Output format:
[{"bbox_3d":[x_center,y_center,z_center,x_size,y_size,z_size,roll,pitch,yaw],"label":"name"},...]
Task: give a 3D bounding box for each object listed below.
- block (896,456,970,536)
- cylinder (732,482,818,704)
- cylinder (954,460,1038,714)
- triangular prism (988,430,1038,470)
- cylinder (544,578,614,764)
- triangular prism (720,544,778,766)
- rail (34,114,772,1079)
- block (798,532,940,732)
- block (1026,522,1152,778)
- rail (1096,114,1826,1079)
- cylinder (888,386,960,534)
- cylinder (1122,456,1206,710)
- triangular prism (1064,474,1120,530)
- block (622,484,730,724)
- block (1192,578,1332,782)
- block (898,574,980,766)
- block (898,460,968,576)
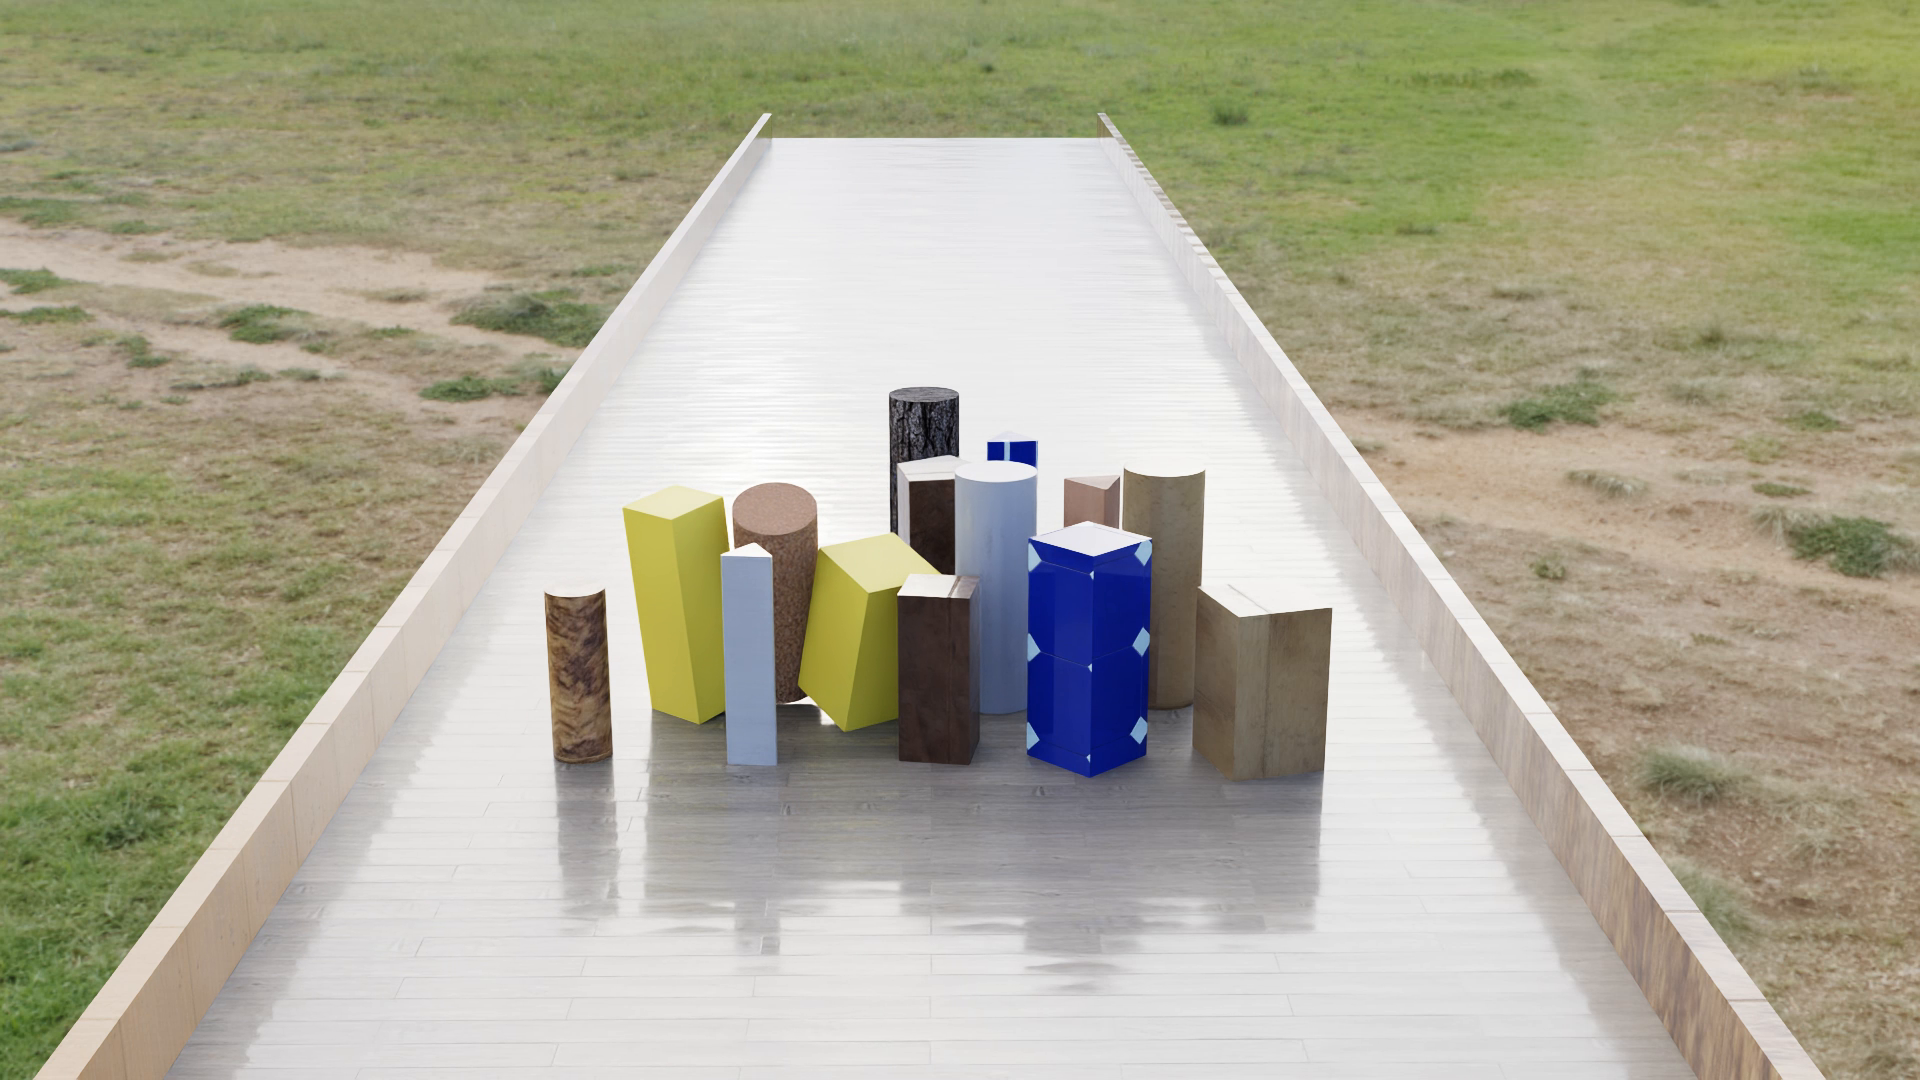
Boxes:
[{"bbox_3d":[-0.037,0.023,4.511,0.134,0.361,0.134,-11,20,-37],"label":"block"},{"bbox_3d":[-0.340,0.103,4.109,0.155,0.413,0.155,1,39,-1],"label":"cylinder"},{"bbox_3d":[0.067,0.088,4.138,0.154,0.451,0.154,0,17,0],"label":"cylinder"},{"bbox_3d":[0.105,-0.036,4.677,0.106,0.382,0.092,-2,17,-5],"label":"triangular prism"},{"bbox_3d":[-0.675,0.233,3.898,0.107,0.312,0.107,0,17,0],"label":"cylinder"},{"bbox_3d":[-0.364,0.201,3.873,0.089,0.386,0.077,1,17,5],"label":"triangular prism"},{"bbox_3d":[-1.118,-0.838,7.780,0.050,0.150,12.000,0,17,-1],"label":"rail"},{"bbox_3d":[-0.168,0.170,4.066,0.165,0.303,0.165,-12,36,-35],"label":"block"},{"bbox_3d":[0.227,0.191,3.877,0.151,0.404,0.151,-16,23,-42],"label":"block"},{"bbox_3d":[0.932,-0.844,7.801,0.050,0.150,12.000,0,17,-1],"label":"rail"},{"bbox_3d":[-0.079,-0.120,4.894,0.156,0.419,0.156,0,17,0],"label":"cylinder"},{"bbox_3d":[0.380,0.081,4.154,0.153,0.456,0.153,0,17,0],"label":"cylinder"},{"bbox_3d":[0.282,0.053,4.411,0.099,0.363,0.115,-15,22,-41],"label":"triangular prism"},{"bbox_3d":[-0.507,0.119,4.086,0.131,0.409,0.131,14,28,38],"label":"block"},{"bbox_3d":[0.530,0.244,3.877,0.176,0.302,0.176,-5,17,-17],"label":"block"},{"bbox_3d":[-0.036,0.229,3.912,0.127,0.310,0.127,3,17,9],"label":"block"},{"bbox_3d":[-0.043,0.054,4.350,0.137,0.395,0.137,-3,16,-10],"label":"block"}]
